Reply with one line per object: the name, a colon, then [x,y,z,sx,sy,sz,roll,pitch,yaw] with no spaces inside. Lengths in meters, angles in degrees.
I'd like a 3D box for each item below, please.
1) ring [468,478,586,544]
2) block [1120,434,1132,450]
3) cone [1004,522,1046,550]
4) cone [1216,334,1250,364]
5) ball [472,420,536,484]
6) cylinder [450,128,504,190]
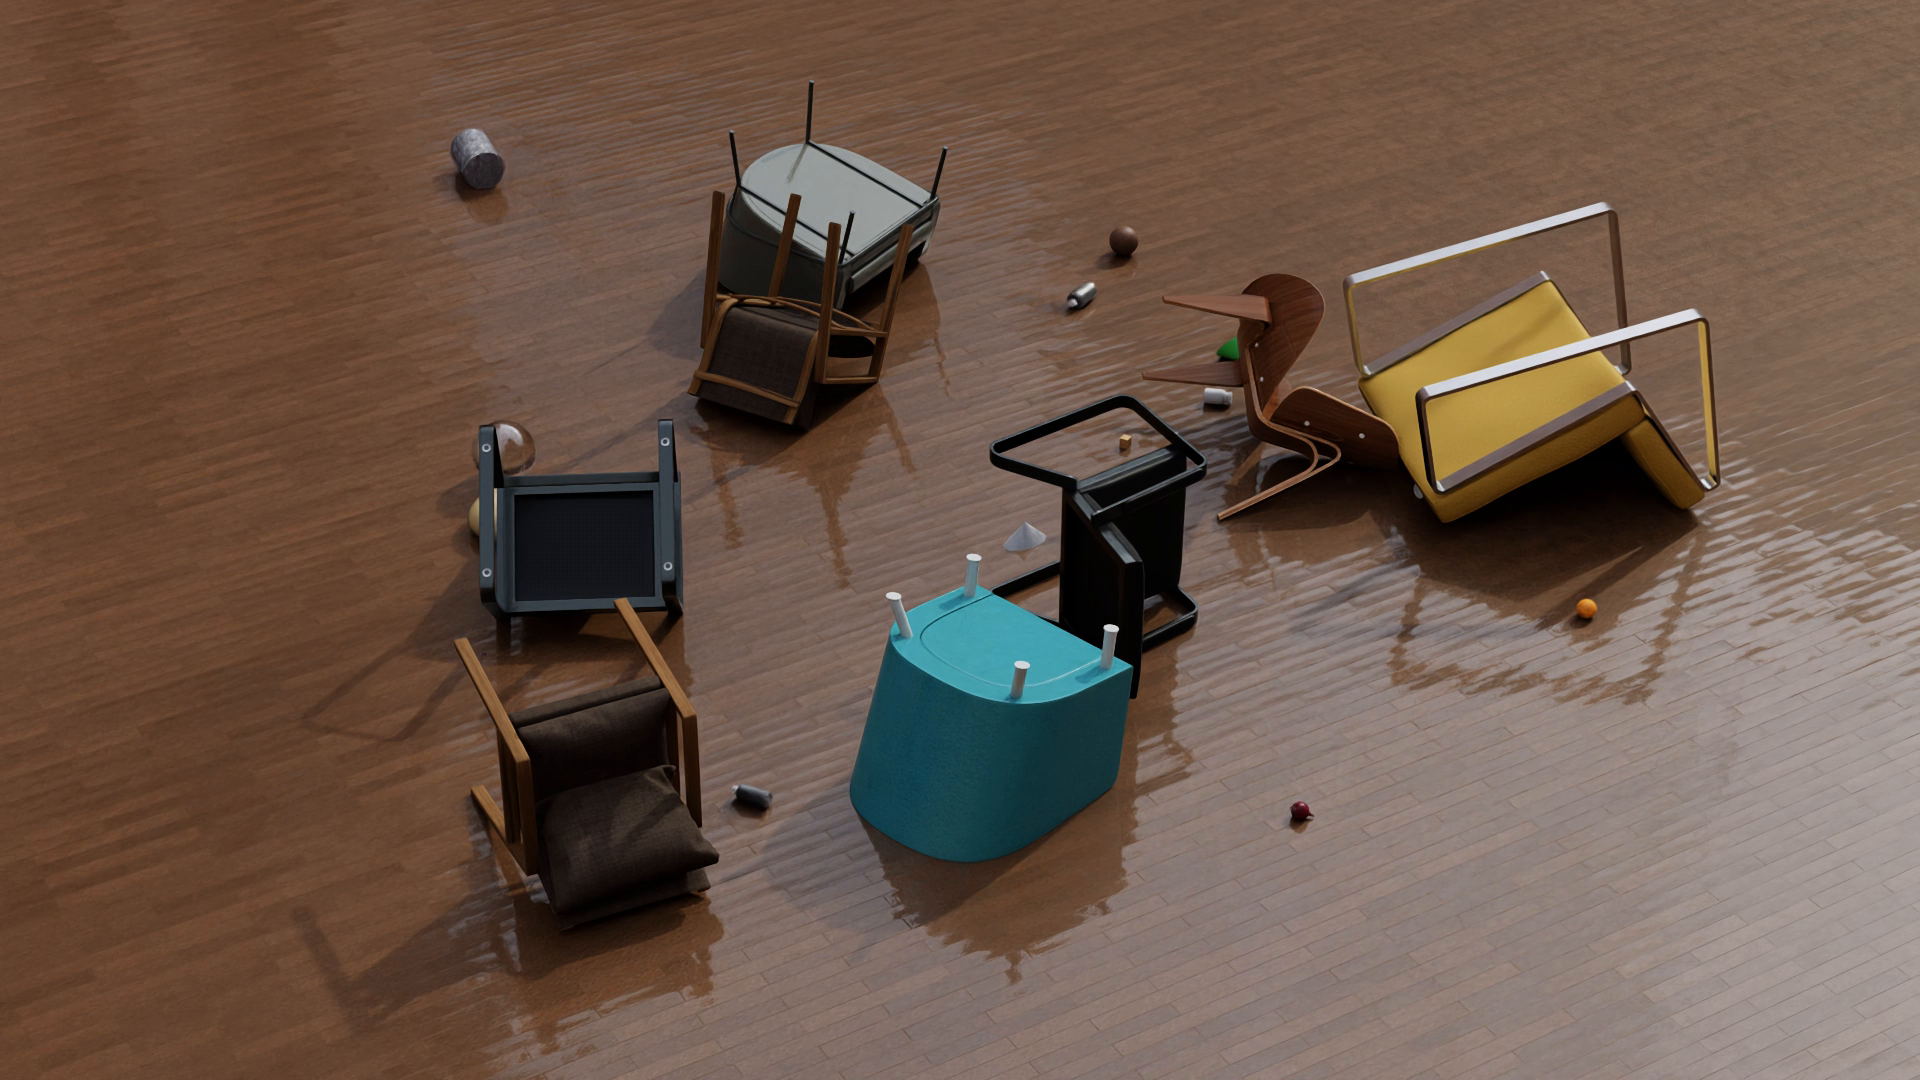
ring: [-1.626,-0.111,11.010,0.451,0.115,0.361,-15,36,-21]
block: [0.649,-0.385,11.493,0.033,0.040,0.035,18,37,25]
cone: [0.242,-0.031,10.913,0.177,0.087,0.104,-19,38,-26]
cone: [1.156,-0.763,12.053,0.187,0.124,0.111,-25,70,-36]
ball: [-1.747,-0.338,11.237,0.243,0.243,0.243,0,33,0]
cylinder: [-2.210,-1.746,13.430,0.187,0.179,0.267,-32,39,-4]
